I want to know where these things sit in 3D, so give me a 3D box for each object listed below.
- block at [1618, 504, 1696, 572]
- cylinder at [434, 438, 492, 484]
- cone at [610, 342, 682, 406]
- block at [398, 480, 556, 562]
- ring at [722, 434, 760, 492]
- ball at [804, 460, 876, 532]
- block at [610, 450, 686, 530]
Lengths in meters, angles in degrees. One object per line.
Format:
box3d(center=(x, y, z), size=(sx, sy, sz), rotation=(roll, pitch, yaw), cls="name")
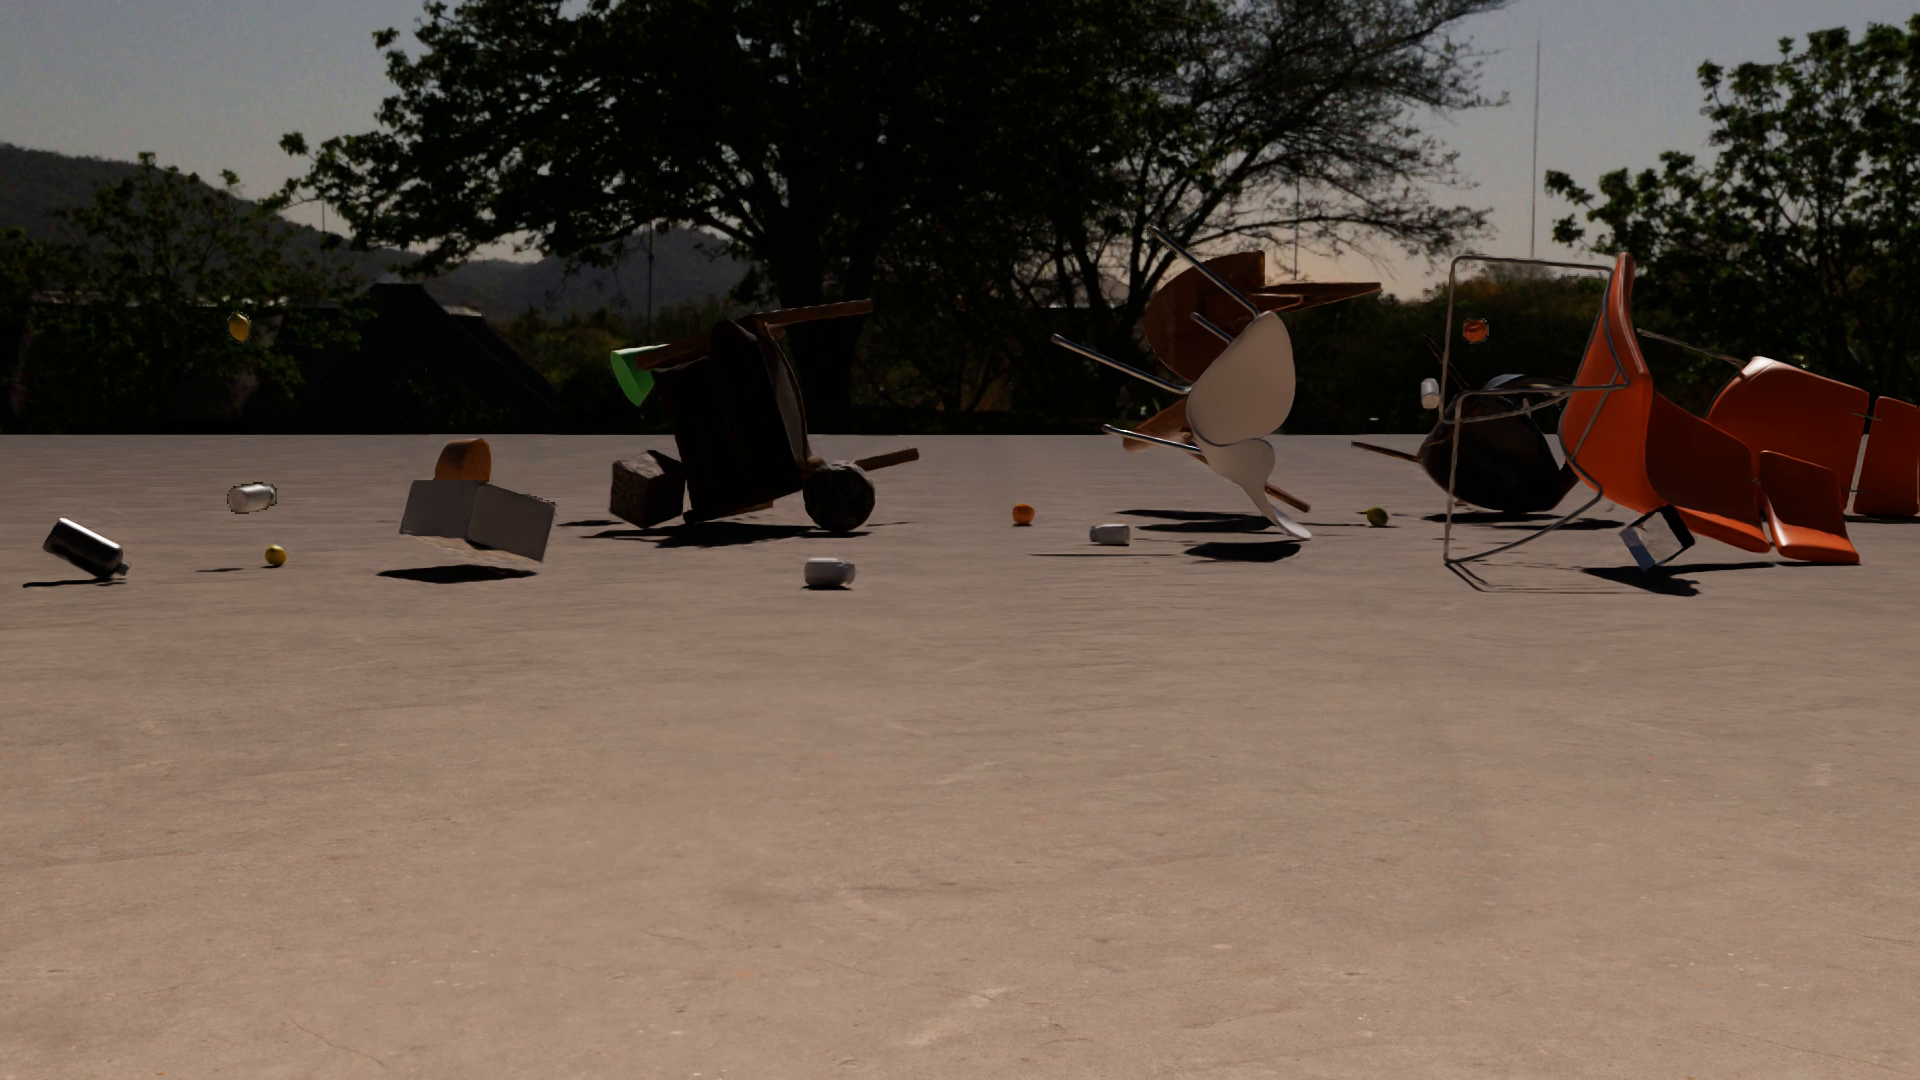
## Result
box3d(center=(1.658, -0.005, 5.232), size=(0.101, 0.110, 0.097), rotation=(-30, -4, -21), cls="block")
box3d(center=(-1.752, -0.233, 7.741), size=(0.144, 0.252, 0.128), rotation=(0, -16, 41), cls="cylinder")
box3d(center=(-1.100, -0.645, 7.910), size=(0.256, 0.251, 0.159), rotation=(-36, 49, -23), cls="cone")
box3d(center=(-1.204, -0.049, 5.479), size=(0.223, 0.144, 0.326), rotation=(21, -12, -41), cls="block")
box3d(center=(-0.875, -0.305, 8.794), size=(0.063, 0.272, 0.257), rotation=(-29, 44, -2), cls="ring")
box3d(center=(-0.379, -0.138, 6.907), size=(0.226, 0.226, 0.226), rotation=(0, 4, 0), cls="ball")
box3d(center=(-0.993, -0.163, 7.004), size=(0.149, 0.176, 0.177), rotation=(25, 29, 29), cls="block")
